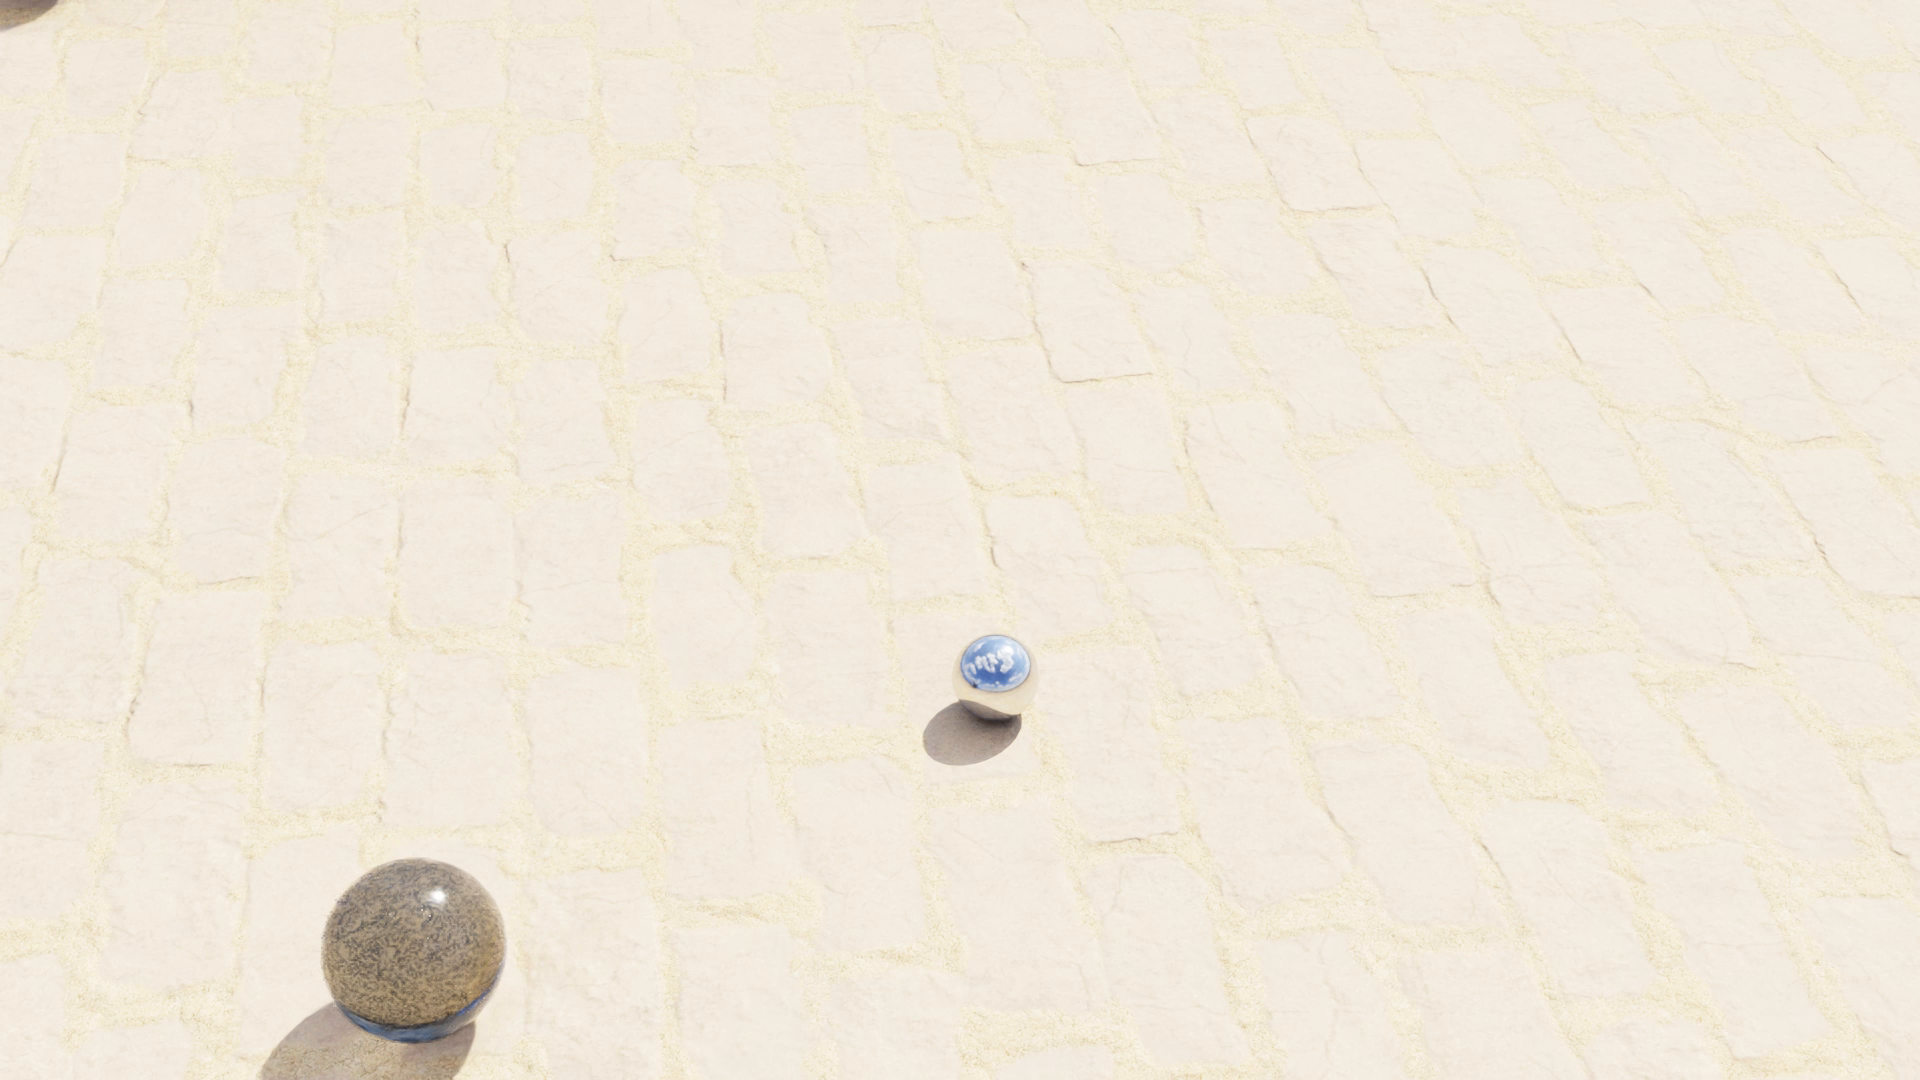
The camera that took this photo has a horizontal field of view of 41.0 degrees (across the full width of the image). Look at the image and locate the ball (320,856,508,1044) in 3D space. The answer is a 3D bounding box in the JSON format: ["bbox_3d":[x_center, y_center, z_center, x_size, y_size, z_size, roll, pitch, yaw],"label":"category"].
[{"bbox_3d":[-0.262,0.196,1.231,0.088,0.088,0.088,0,37,0],"label":"ball"}]

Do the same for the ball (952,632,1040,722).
[{"bbox_3d":[0.020,0.076,1.426,0.049,0.049,0.049,0,37,0],"label":"ball"}]
